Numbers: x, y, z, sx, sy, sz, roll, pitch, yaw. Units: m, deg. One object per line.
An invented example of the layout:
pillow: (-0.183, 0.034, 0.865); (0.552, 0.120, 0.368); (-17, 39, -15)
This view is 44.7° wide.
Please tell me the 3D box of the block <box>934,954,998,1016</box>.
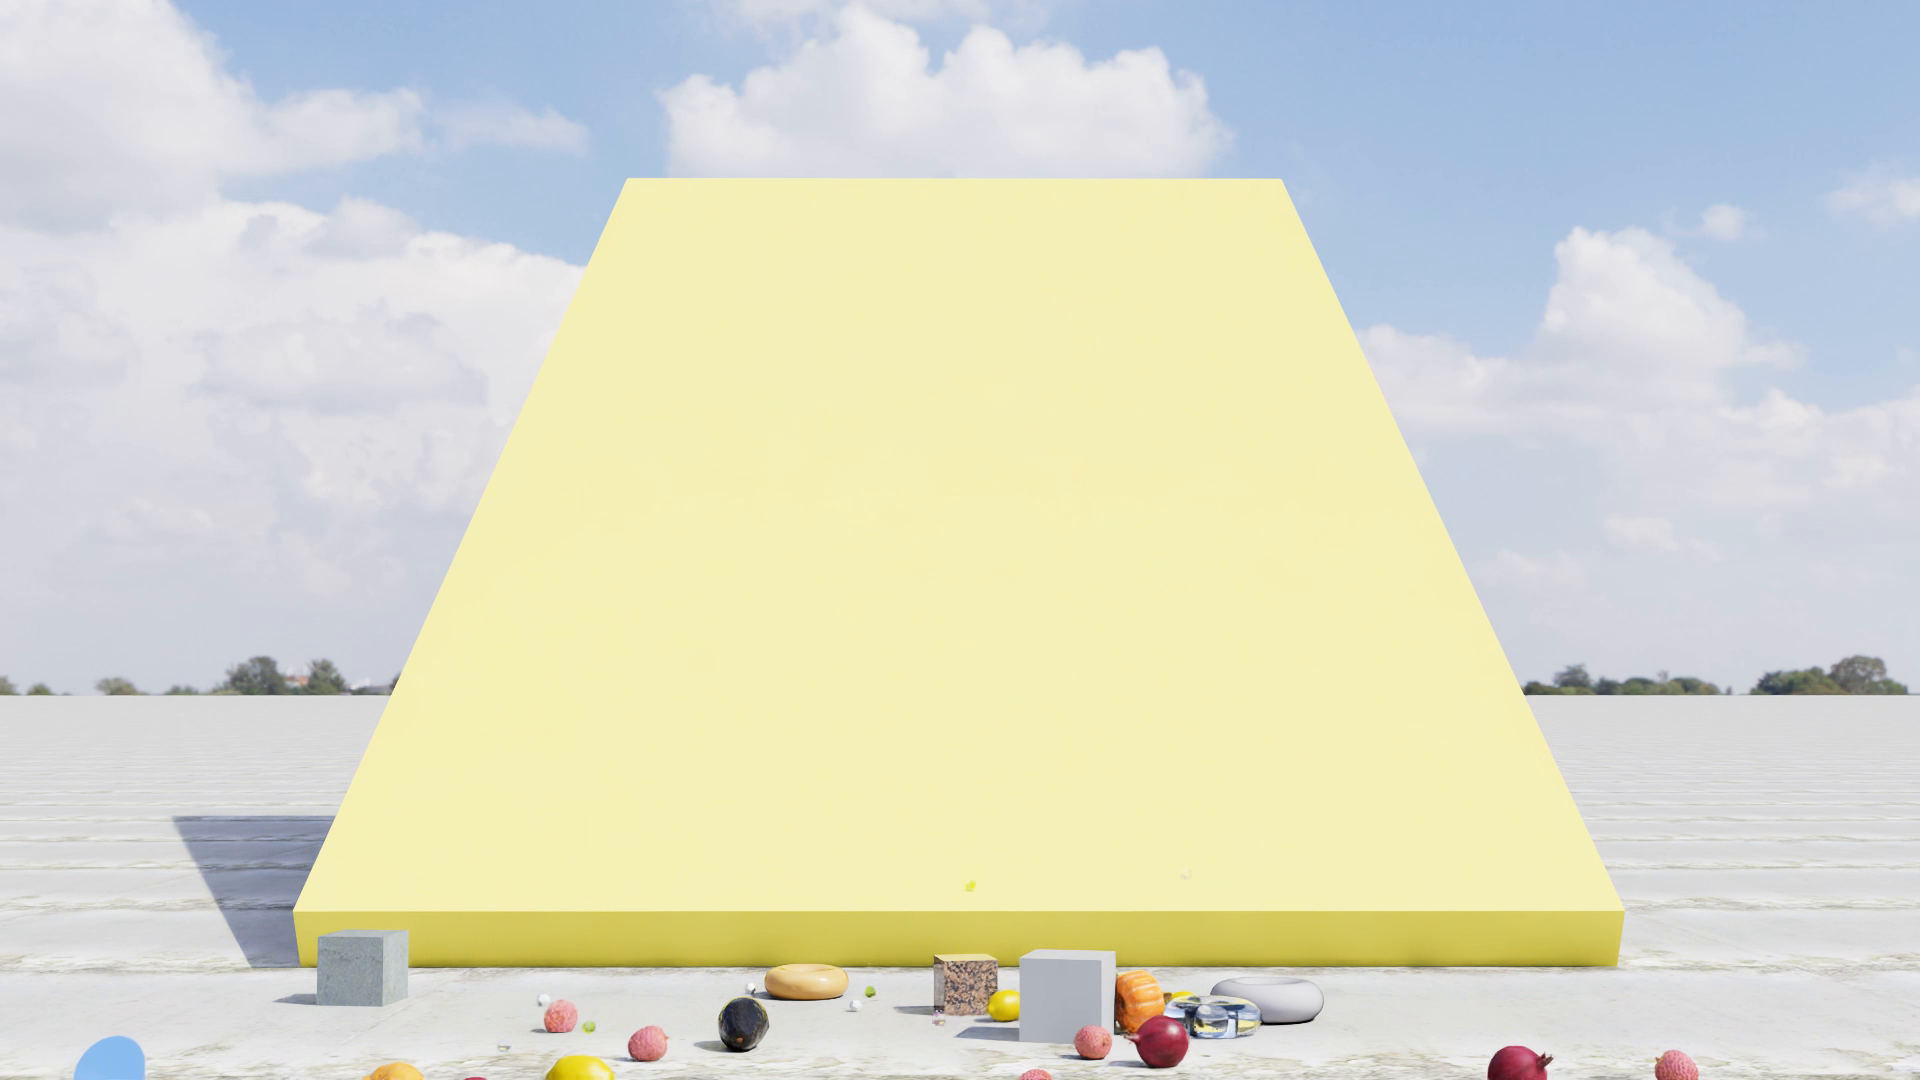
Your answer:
block: (0.007, 0.580, 3.047); (0.071, 0.071, 0.071); (1, -4, -12)

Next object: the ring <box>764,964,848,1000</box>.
ring: (-0.211, 0.607, 3.206); (0.117, 0.039, 0.117); (1, -2, 0)

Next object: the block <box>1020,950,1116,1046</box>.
block: (0.131, 0.552, 2.825); (0.100, 0.100, 0.100); (-1, -4, 14)

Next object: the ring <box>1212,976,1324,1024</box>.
ring: (0.392, 0.588, 2.988); (0.146, 0.049, 0.146); (0, -5, 0)

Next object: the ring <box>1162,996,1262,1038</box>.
ring: (0.308, 0.584, 2.861); (0.123, 0.041, 0.123); (1, -4, 0)

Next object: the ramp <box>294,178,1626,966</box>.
ramp: (-0.009, -0.229, 5.345); (2.000, 0.100, 4.000); (0, 25, 0)

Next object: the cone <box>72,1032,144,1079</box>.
cone: (-0.852, 0.557, 2.388); (0.077, 0.077, 0.077); (-1, -38, 19)

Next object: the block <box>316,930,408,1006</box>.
block: (-0.805, 0.577, 3.150); (0.091, 0.091, 0.091); (0, -4, 8)
